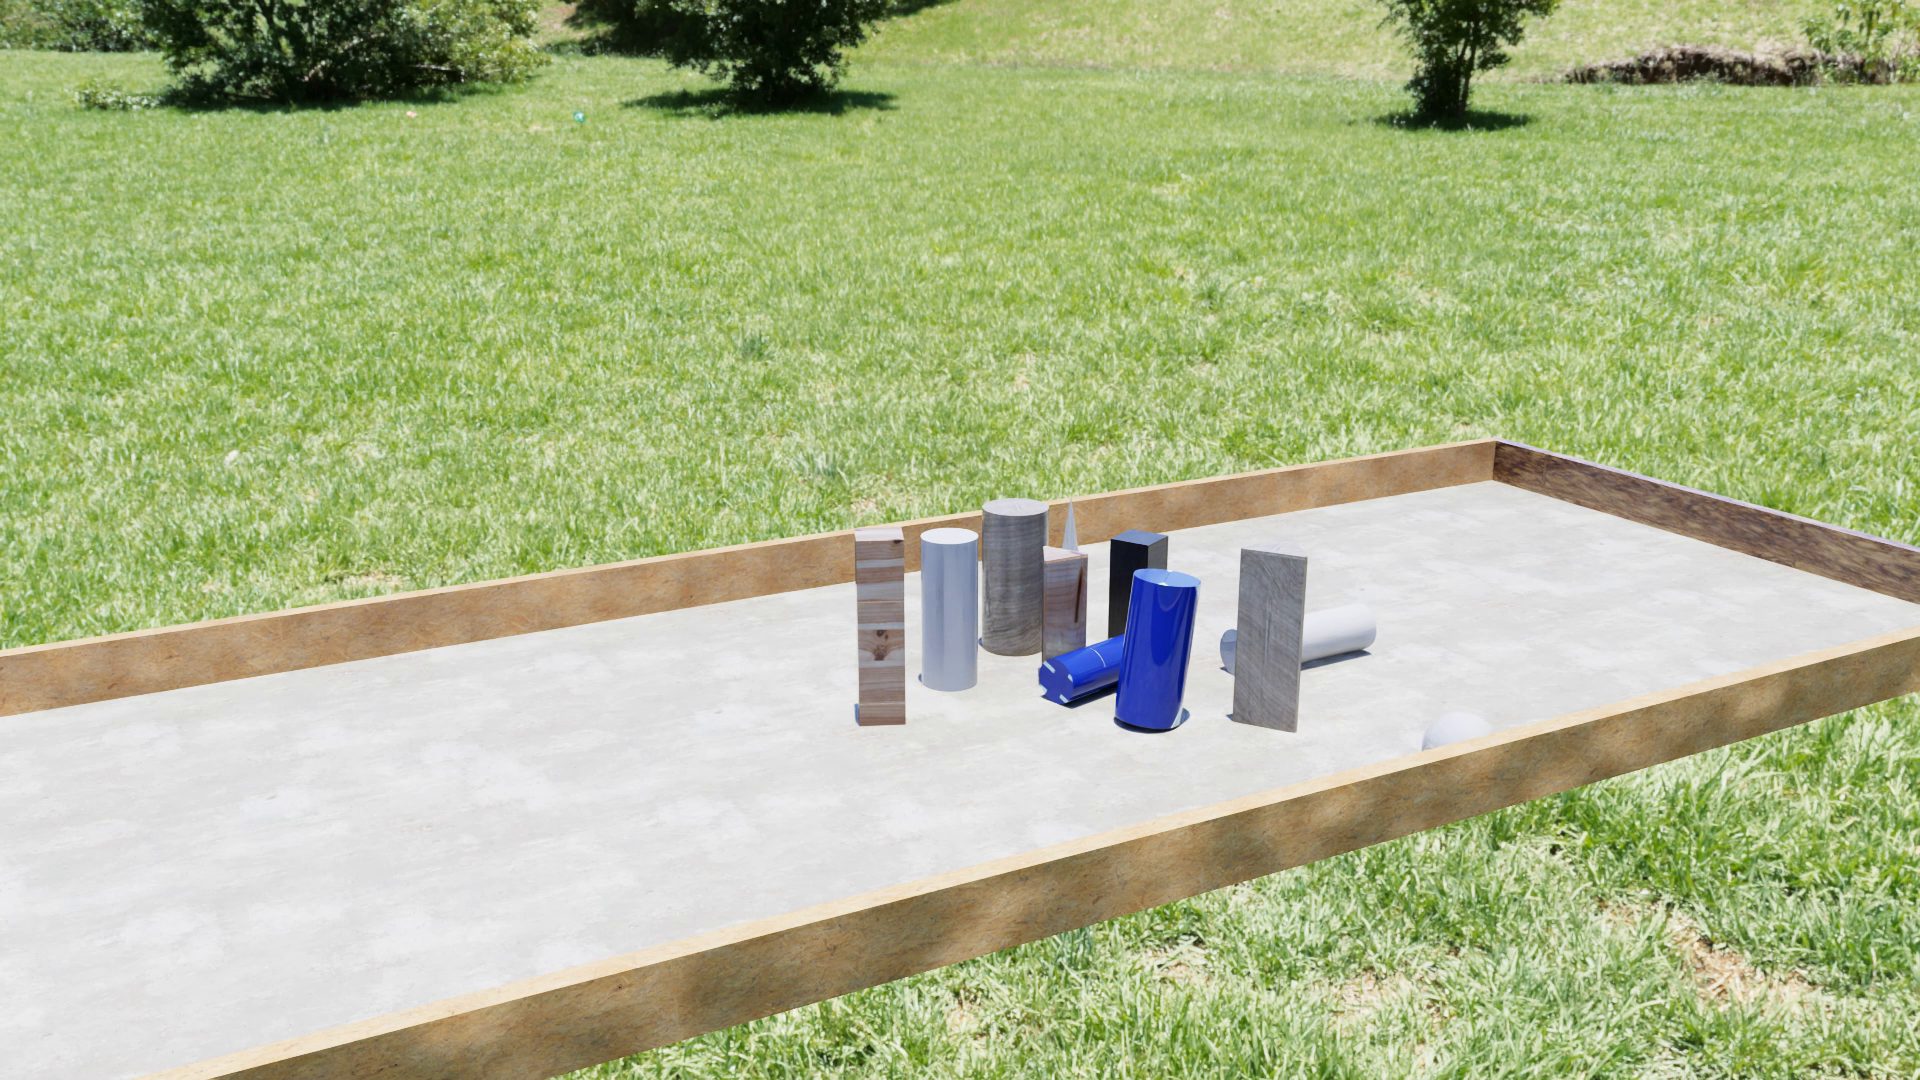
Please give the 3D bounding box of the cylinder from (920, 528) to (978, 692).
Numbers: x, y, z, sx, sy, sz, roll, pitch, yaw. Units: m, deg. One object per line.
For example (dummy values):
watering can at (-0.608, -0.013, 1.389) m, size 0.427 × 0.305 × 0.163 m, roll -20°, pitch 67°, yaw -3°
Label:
cylinder at (-0.026, 0.172, 4.092) m, size 0.142 × 0.381 × 0.142 m, roll 0°, pitch 16°, yaw 0°

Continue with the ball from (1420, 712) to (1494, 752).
ball at (1.072, 0.450, 3.534) m, size 0.164 × 0.164 × 0.164 m, roll 0°, pitch 16°, yaw 0°

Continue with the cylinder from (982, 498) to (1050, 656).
cylinder at (0.145, 0.097, 4.345) m, size 0.174 × 0.383 × 0.174 m, roll 0°, pitch 16°, yaw 0°

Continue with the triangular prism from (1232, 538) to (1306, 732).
triangular prism at (0.743, 0.216, 3.860) m, size 0.154 × 0.428 × 0.134 m, roll 8°, pitch 18°, yaw 27°

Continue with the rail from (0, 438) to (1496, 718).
rail at (-3.305, 0.497, 3.399) m, size 12.000 × 0.150 × 0.050 m, roll -9°, pitch 18°, yaw -27°

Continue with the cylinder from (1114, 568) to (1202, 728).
cylinder at (0.461, 0.253, 3.857) m, size 0.158 × 0.342 × 0.158 m, roll 6°, pitch 13°, yaw -1°

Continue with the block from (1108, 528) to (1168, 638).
block at (0.469, 0.138, 4.349) m, size 0.112 × 0.303 × 0.112 m, roll 11°, pitch 20°, yaw 33°

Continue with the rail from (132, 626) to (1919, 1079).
rail at (-2.336, 1.006, 1.665) m, size 12.000 × 0.150 × 0.050 m, roll -9°, pitch 18°, yaw -27°

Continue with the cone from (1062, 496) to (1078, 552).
cone at (0.309, 0.039, 4.625) m, size 0.102 × 0.337 × 0.102 m, roll 0°, pitch 16°, yaw 0°

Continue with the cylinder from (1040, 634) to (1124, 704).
cylinder at (0.394, 0.300, 4.130) m, size 0.438 × 0.114 × 0.114 m, roll -14°, pitch 22°, yaw -40°

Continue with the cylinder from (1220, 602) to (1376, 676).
cylinder at (0.876, 0.256, 4.263) m, size 0.418 × 0.124 × 0.124 m, roll -9°, pitch 19°, yaw -28°

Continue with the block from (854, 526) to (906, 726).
block at (-0.187, 0.203, 3.859) m, size 0.109 × 0.453 × 0.109 m, roll -2°, pitch 16°, yaw -5°

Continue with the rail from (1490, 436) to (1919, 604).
rail at (2.466, -0.048, 5.253) m, size 0.050 × 0.150 × 2.100 m, roll -9°, pitch 18°, yaw -27°

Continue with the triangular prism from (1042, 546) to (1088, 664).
triangular prism at (0.237, 0.188, 4.125) m, size 0.123 × 0.332 × 0.107 m, roll -9°, pitch 19°, yaw -27°
